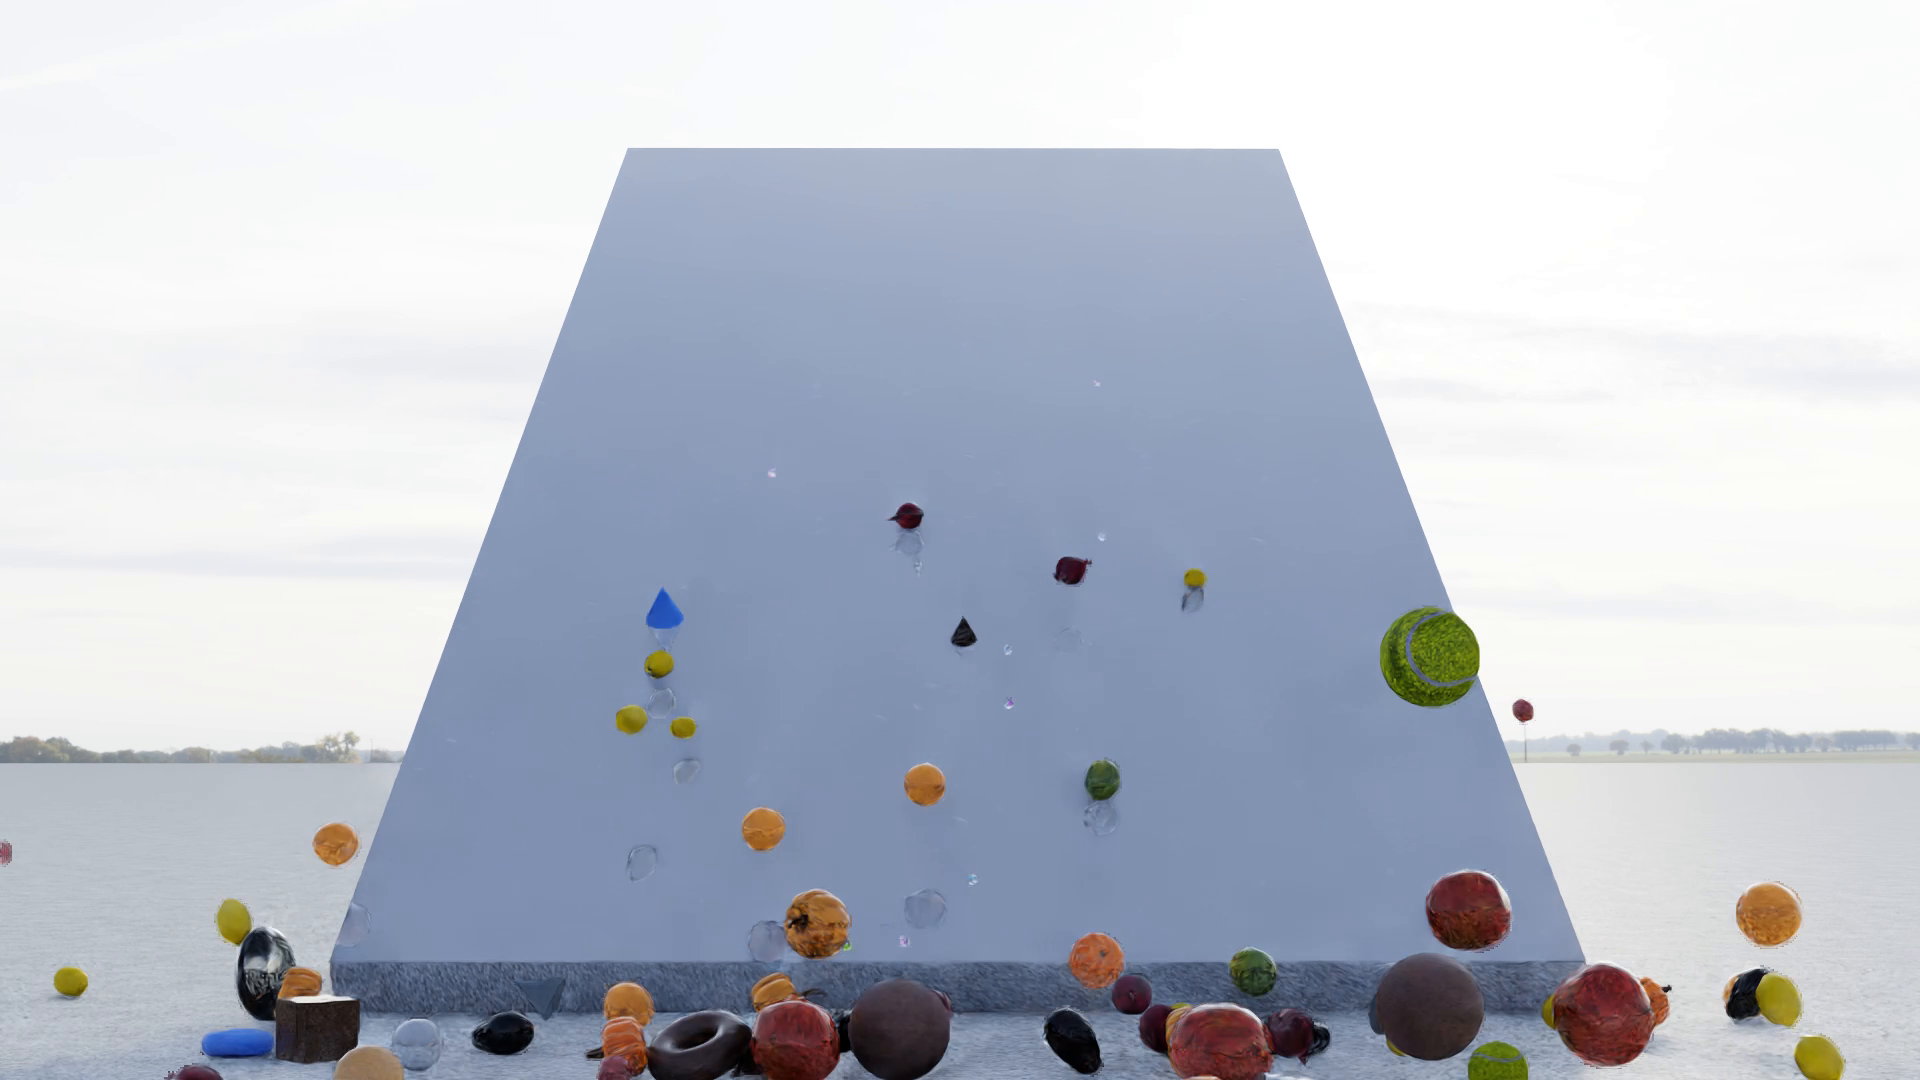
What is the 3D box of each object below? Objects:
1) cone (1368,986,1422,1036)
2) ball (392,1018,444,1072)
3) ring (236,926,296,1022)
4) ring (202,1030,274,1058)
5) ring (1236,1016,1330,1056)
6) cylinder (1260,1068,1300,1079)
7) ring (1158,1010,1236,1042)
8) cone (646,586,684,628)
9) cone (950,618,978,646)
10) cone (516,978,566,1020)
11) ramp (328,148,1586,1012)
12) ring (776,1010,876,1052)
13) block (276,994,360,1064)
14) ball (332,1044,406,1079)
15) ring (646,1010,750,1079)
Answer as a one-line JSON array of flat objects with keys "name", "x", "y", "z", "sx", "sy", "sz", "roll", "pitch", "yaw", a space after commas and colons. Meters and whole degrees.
[{"name": "cone", "x": 0.610, "y": 0.654, "z": 3.284, "sx": 0.067, "sy": 0.067, "sz": 0.067, "roll": 17, "pitch": -12, "yaw": -25}, {"name": "ball", "x": -0.709, "y": 0.660, "z": 3.118, "sx": 0.067, "sy": 0.067, "sz": 0.067, "roll": 0, "pitch": -5, "yaw": 0}, {"name": "ring", "x": -1.082, "y": 0.677, "z": 3.723, "sx": 0.049, "sy": 0.147, "sz": 0.147, "roll": -7, "pitch": -6, "yaw": 9}, {"name": "ring", "x": -0.993, "y": 0.693, "z": 3.282, "sx": 0.097, "sy": 0.032, "sz": 0.097, "roll": 0, "pitch": -6, "yaw": 0}, {"name": "ring", "x": 0.449, "y": 0.690, "z": 3.316, "sx": 0.131, "sy": 0.044, "sz": 0.131, "roll": -1, "pitch": -2, "yaw": 0}, {"name": "cylinder", "x": 0.339, "y": 0.587, "z": 2.457, "sx": 0.066, "sy": 0.066, "sz": 0.066, "roll": 19, "pitch": -6, "yaw": -1}, {"name": "ring", "x": 0.343, "y": 0.706, "z": 3.464, "sx": 0.114, "sy": 0.038, "sz": 0.114, "roll": -1, "pitch": -4, "yaw": 0}, {"name": "cone", "x": -0.589, "y": 0.124, "z": 4.737, "sx": 0.077, "sy": 0.077, "sz": 0.077, "roll": 0, "pitch": 28, "yaw": 0}, {"name": "cone", "x": 0.007, "y": 0.172, "z": 4.675, "sx": 0.053, "sy": 0.053, "sz": 0.053, "roll": 0, "pitch": 28, "yaw": 0}, {"name": "cone", "x": -0.631, "y": 0.669, "z": 3.540, "sx": 0.067, "sy": 0.067, "sz": 0.067, "roll": 23, "pitch": -3, "yaw": 6}, {"name": "ramp", "x": -0.011, "y": -0.223, "z": 5.582, "sx": 2.000, "sy": 0.100, "sz": 4.000, "roll": 0, "pitch": 28, "yaw": 0}, {"name": "ring", "x": -0.189, "y": 0.692, "z": 3.366, "sx": 0.143, "sy": 0.048, "sz": 0.143, "roll": 0, "pitch": -4, "yaw": 0}, {"name": "block", "x": -0.874, "y": 0.665, "z": 3.243, "sx": 0.080, "sy": 0.080, "sz": 0.080, "roll": 5, "pitch": -7, "yaw": -44}, {"name": "ball", "x": -0.676, "y": 0.618, "z": 2.727, "sx": 0.081, "sy": 0.081, "sz": 0.081, "roll": 0, "pitch": -5, "yaw": 0}, {"name": "ring", "x": -0.331, "y": 0.643, "z": 3.023, "sx": 0.137, "sy": 0.046, "sz": 0.137, "roll": -14, "pitch": 18, "yaw": 5}]
